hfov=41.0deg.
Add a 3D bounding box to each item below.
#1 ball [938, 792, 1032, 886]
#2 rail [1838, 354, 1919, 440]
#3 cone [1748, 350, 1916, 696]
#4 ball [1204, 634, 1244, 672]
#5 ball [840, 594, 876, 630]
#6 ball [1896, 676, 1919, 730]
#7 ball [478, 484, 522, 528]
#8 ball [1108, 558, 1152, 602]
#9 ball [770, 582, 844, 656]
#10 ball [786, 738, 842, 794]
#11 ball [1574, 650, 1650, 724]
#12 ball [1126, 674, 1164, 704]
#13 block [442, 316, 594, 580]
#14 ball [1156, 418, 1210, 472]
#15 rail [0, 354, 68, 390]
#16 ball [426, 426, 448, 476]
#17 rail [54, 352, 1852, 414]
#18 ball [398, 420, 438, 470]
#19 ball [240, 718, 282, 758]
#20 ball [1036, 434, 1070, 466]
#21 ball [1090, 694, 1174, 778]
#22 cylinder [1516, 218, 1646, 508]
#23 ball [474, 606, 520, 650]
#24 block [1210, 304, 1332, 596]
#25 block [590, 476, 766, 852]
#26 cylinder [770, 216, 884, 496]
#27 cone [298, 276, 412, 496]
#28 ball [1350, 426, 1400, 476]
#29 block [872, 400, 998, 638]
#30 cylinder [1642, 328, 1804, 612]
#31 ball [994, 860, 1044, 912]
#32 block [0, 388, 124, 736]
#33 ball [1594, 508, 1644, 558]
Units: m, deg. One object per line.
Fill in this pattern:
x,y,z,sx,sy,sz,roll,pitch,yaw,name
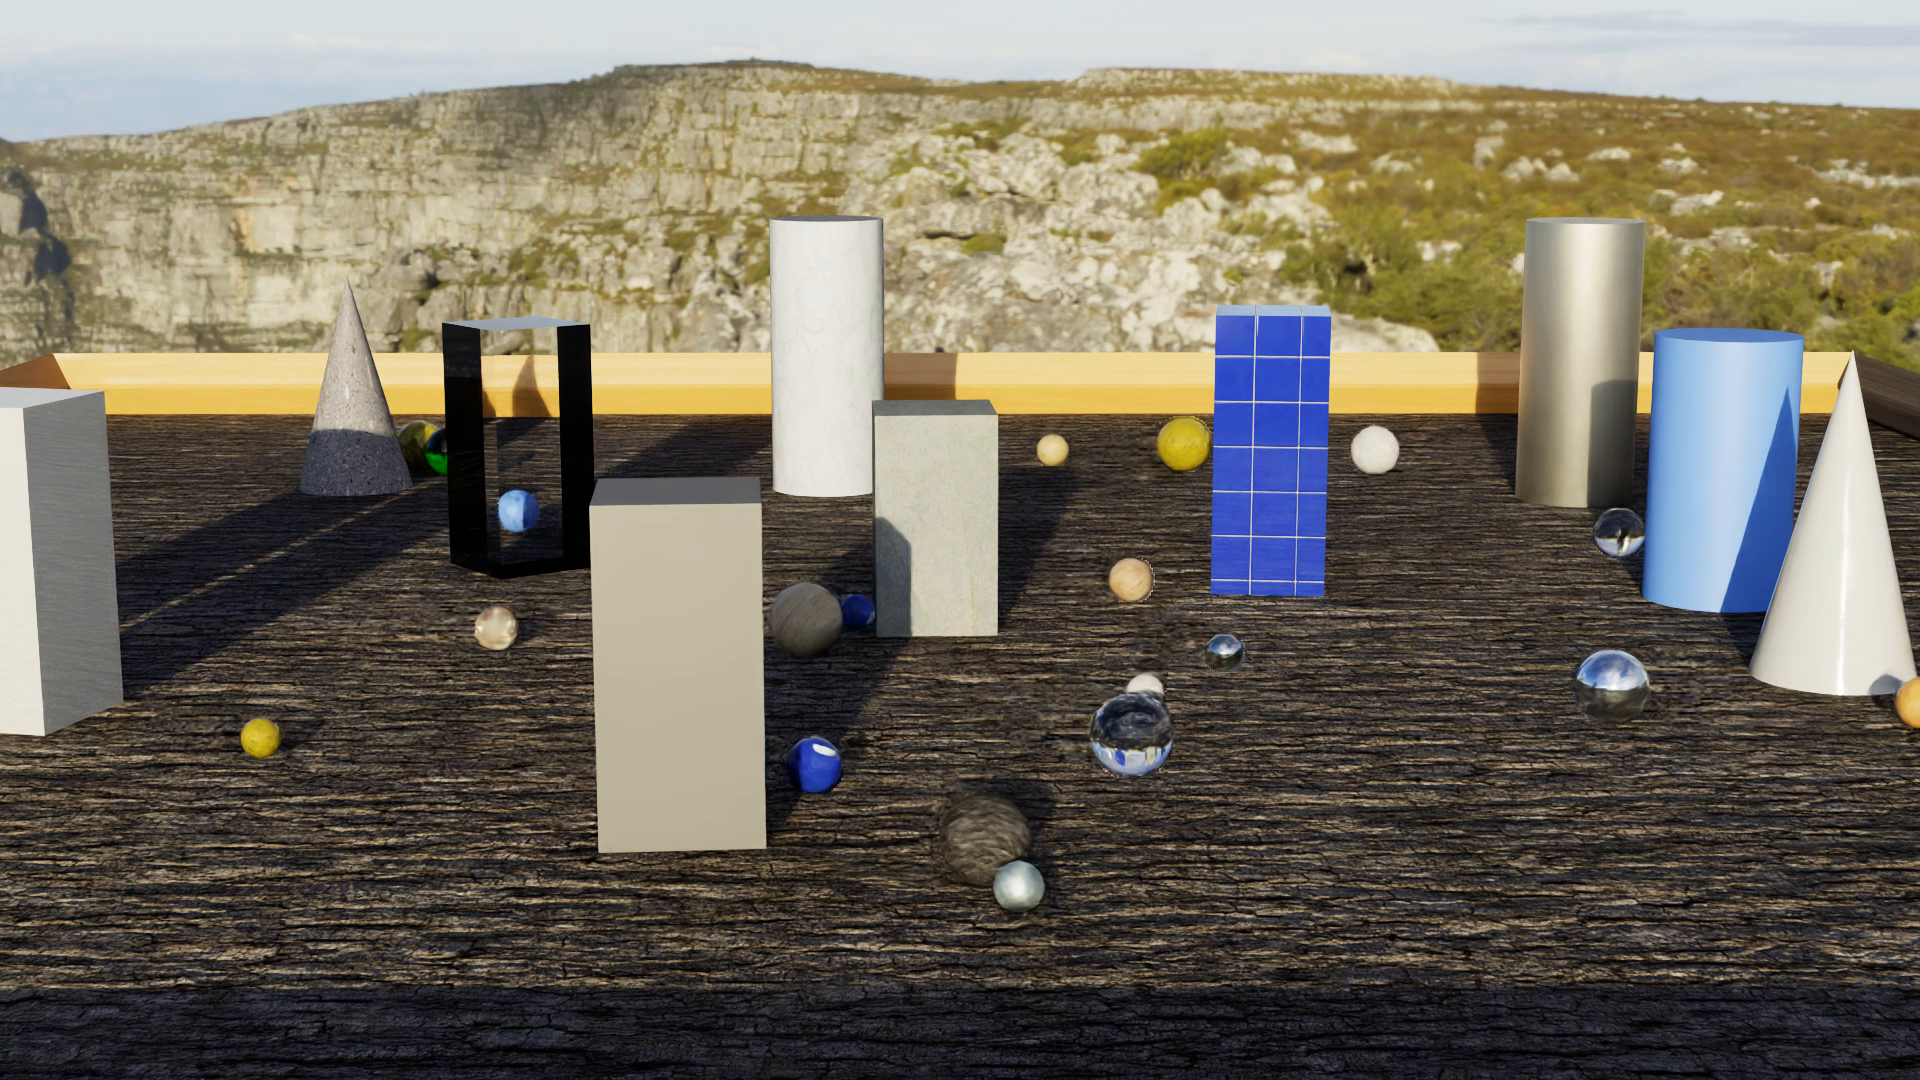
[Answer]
0.023,0.268,2.302,0.084,0.084,0.084,0,11,0,ball
1.871,0.031,3.460,0.045,0.127,3.986,0,11,0,rail
1.052,-0.030,3.059,0.195,0.395,0.195,0,11,0,cone
0.321,0.137,3.115,0.047,0.047,0.047,0,11,0,ball
-0.132,0.092,3.311,0.047,0.047,0.047,0,11,0,ball
1.068,0.181,2.843,0.059,0.059,0.059,0,11,0,ball
-0.733,-0.053,4.080,0.068,0.068,0.068,0,11,0,ball
0.234,0.055,3.518,0.060,0.060,0.060,0,11,0,ball
-0.191,0.099,3.193,0.092,0.092,0.092,0,11,0,ball
-0.148,0.228,2.594,0.057,0.057,0.057,0,11,0,ball
0.729,0.164,2.870,0.083,0.083,0.083,0,11,0,ball
0.211,0.174,2.919,0.044,0.044,0.044,0,11,0,ball
-0.643,-0.139,3.748,0.156,0.357,0.156,-8,13,-38,block
0.405,-0.172,4.640,0.098,0.098,0.098,0,11,0,ball
-1.871,0.035,3.438,0.045,0.127,3.986,0,11,0,rail
-0.912,-0.159,4.593,0.089,0.089,0.089,0,11,0,ball
-0.011,-0.326,5.385,3.789,0.127,0.045,0,11,0,rail
-0.980,-0.172,4.660,0.089,0.089,0.089,0,11,0,ball
-0.743,0.210,2.728,0.043,0.043,0.043,0,11,0,ball
0.170,-0.164,4.699,0.060,0.060,0.060,0,11,0,ball
0.177,0.202,2.653,0.087,0.087,0.087,0,11,0,ball
1.044,-0.303,4.325,0.195,0.469,0.195,0,11,0,cylinder
-0.583,0.111,3.226,0.056,0.056,0.056,0,11,0,ball
0.436,-0.128,3.606,0.156,0.389,0.156,1,11,6,block
-0.267,0.115,2.453,0.156,0.329,0.156,-1,11,-5,block
-0.229,-0.321,4.430,0.195,0.466,0.195,0,11,0,cylinder
-1.055,-0.275,4.446,0.195,0.370,0.195,0,11,0,cone
0.744,-0.160,4.602,0.087,0.087,0.087,0,11,0,ball
-0.034,-0.031,3.360,0.156,0.287,0.156,-1,11,-3,block
1.044,-0.099,3.515,0.195,0.364,0.195,0,11,0,cylinder
0.051,0.301,2.231,0.045,0.045,0.045,0,11,0,ball
-1.062,0.020,2.879,0.156,0.363,0.156,3,11,14,block
0.986,-0.011,3.834,0.075,0.075,0.075,0,11,0,ball
